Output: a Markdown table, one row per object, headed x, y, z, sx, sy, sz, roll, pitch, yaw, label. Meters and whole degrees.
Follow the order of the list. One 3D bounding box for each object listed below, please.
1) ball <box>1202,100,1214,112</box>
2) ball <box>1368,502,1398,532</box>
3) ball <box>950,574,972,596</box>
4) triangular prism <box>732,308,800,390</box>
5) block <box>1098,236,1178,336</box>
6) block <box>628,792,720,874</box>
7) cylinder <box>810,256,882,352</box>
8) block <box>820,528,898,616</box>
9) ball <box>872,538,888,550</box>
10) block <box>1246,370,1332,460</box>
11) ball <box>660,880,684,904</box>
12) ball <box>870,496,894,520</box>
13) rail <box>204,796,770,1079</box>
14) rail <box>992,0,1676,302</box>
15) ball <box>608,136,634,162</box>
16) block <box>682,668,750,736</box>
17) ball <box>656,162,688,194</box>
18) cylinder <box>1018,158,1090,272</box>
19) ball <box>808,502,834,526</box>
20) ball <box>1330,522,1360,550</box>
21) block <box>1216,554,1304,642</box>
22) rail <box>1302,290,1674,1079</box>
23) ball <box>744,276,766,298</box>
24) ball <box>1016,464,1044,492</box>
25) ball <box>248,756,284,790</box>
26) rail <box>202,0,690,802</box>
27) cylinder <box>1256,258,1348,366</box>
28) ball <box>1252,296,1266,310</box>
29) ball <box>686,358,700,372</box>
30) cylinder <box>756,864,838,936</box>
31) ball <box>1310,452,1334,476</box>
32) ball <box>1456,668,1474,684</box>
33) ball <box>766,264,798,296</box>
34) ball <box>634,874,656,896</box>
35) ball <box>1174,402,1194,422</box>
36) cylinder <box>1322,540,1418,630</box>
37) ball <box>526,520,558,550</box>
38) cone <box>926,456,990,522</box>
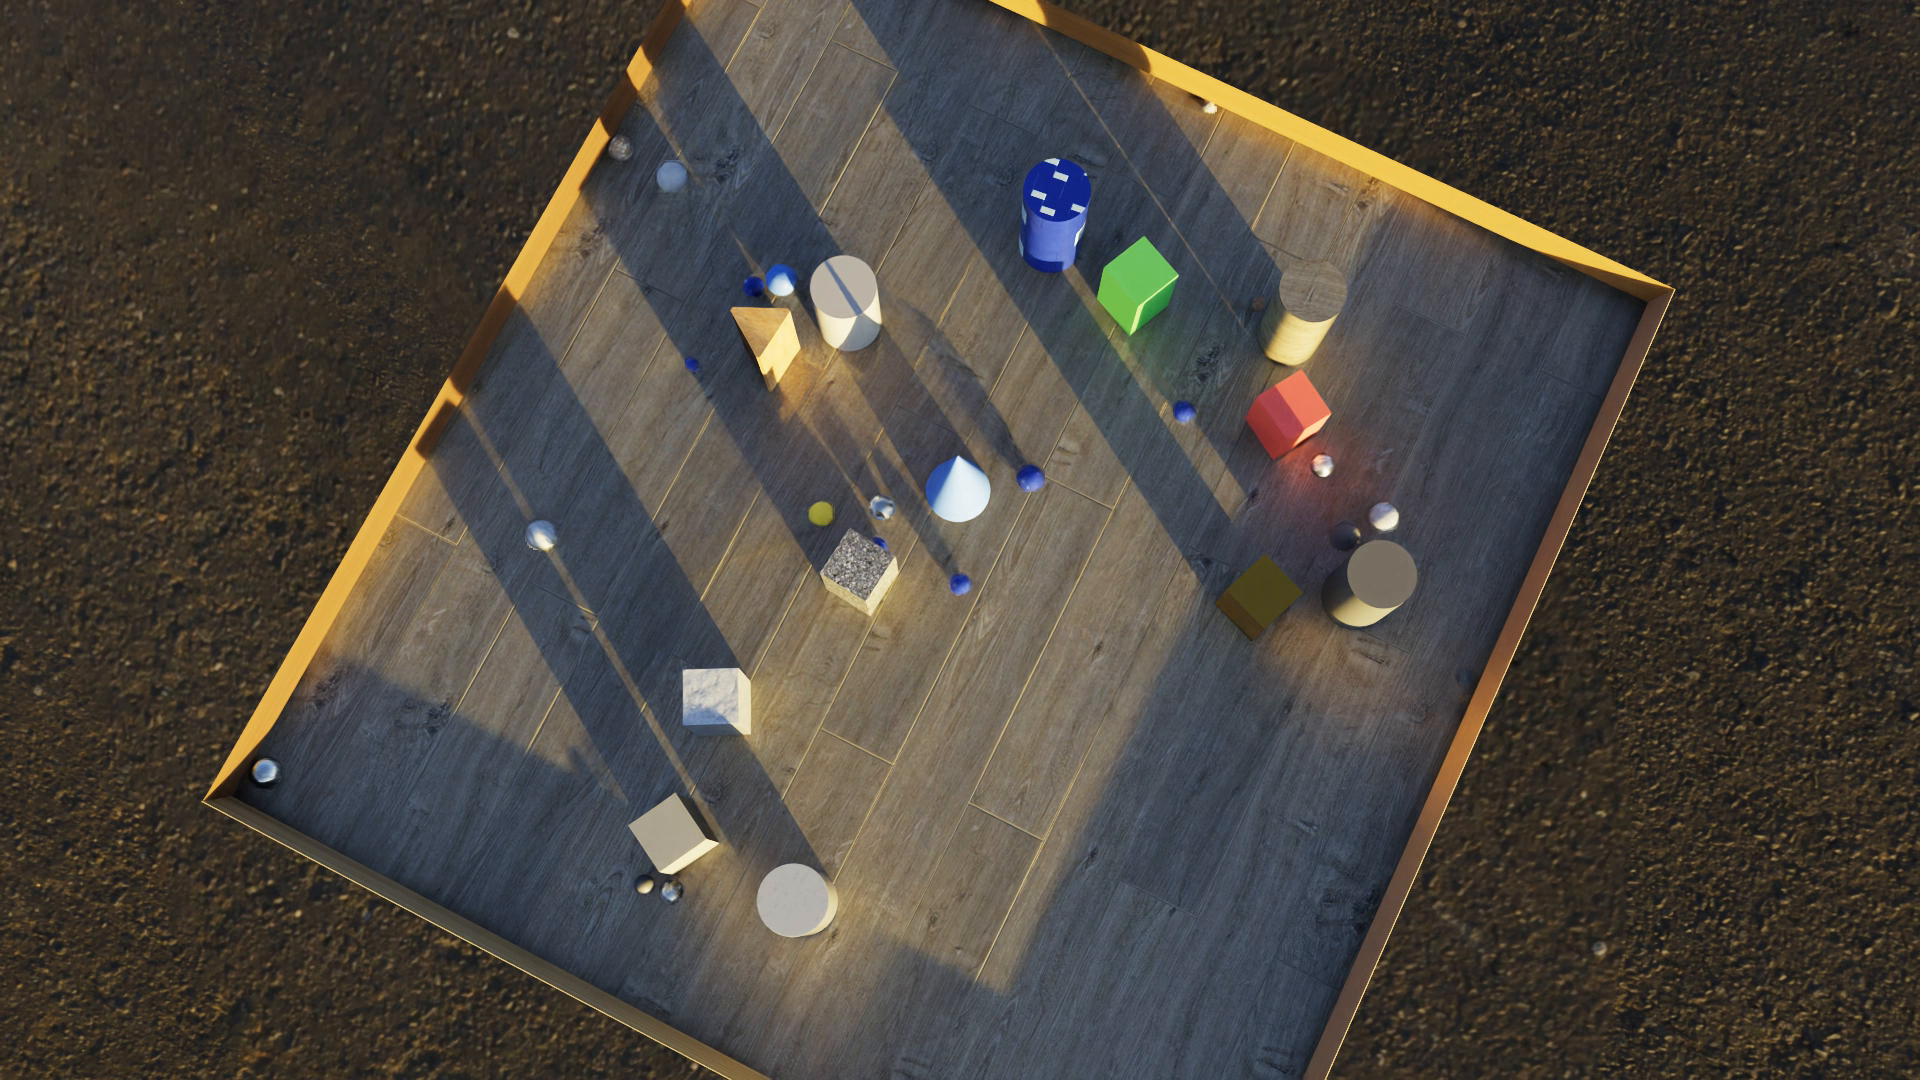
| x | y | z | sx | sy | sz | roll | pitch | yaw | label |
| --- | --- | --- | --- | --- | --- | --- | --- | --- | --- |
| 0.797 | -1.393 | 5.884 | 0.042 | 0.042 | 0.042 | 0 | 78 | 0 | ball |
| 1.291 | -0.070 | 5.586 | 0.089 | 0.089 | 0.089 | 0 | 78 | 0 | ball |
| 0.002 | 0.134 | 5.556 | 0.065 | 0.065 | 0.065 | 0 | 78 | 0 | ball |
| -0.610 | -0.608 | 5.562 | 0.149 | 0.354 | 0.172 | 31 | 80 | 6 | triangular prism |
| 0.543 | -0.778 | 5.634 | 0.159 | 0.282 | 0.159 | -39 | 81 | -7 | block |
| -0.823 | 0.851 | 5.295 | 0.159 | 0.284 | 0.159 | -35 | 80 | -7 | block |
| -0.347 | -0.721 | 5.605 | 0.199 | 0.315 | 0.199 | 0 | 78 | 0 | cylinder |
| -0.298 | 0.097 | 5.462 | 0.159 | 0.264 | 0.159 | 32 | 80 | 6 | block |
| -0.250 | 0.021 | 5.582 | 0.059 | 0.059 | 0.059 | 0 | 78 | 0 | ball |
| 0.995 | -0.378 | 5.571 | 0.159 | 0.242 | 0.159 | -31 | 80 | -6 | block |
| -0.843 | 1.030 | 5.367 | 0.071 | 0.071 | 0.071 | 0 | 78 | 0 | ball |
| -0.238 | -0.098 | 5.598 | 0.077 | 0.077 | 0.077 | 0 | 78 | 0 | ball |
| -0.744 | 1.463 | 5.247 | 3.242 | 0.129 | 0.045 | 26 | 80 | 5 | rail |
| 0.744 | -1.450 | 5.850 | 3.242 | 0.129 | 0.045 | 26 | 80 | 5 | rail |
| -1.081 | -1.246 | 5.834 | 0.080 | 0.080 | 0.080 | 0 | 78 | 0 | ball |
| -0.709 | 0.476 | 5.363 | 0.159 | 0.304 | 0.159 | -2 | 78 | 0 | block |
| -0.910 | -1.148 | 5.804 | 0.099 | 0.099 | 0.099 | 0 | 78 | 0 | ball |
| 0.286 | -0.985 | 5.599 | 0.199 | 0.434 | 0.199 | 0 | 78 | 0 | cylinder |
| -0.424 | -0.079 | 5.594 | 0.077 | 0.077 | 0.077 | 0 | 78 | 0 | ball |
| 1.172 | -0.014 | 5.575 | 0.087 | 0.087 | 0.087 | 0 | 78 | 0 | ball |
| 0.888 | 0.174 | 5.457 | 0.159 | 0.243 | 0.159 | -42 | 81 | -8 | block |
| 1.429 | 0.706 | 5.403 | 0.045 | 0.129 | 3.373 | 26 | 80 | 5 | rail |
| -0.644 | -0.794 | 5.747 | 0.067 | 0.067 | 0.067 | 0 | 78 | 0 | ball |
| 0.215 | -0.191 | 5.614 | 0.082 | 0.082 | 0.082 | 0 | 78 | 0 | ball |
| -2.055 | 0.689 | 5.425 | 0.097 | 0.097 | 0.097 | 0 | 78 | 0 | ball |
| -1.429 | -0.693 | 5.693 | 0.045 | 0.129 | 3.373 | 26 | 80 | 5 | rail |
| 1.029 | -0.685 | 5.544 | 0.199 | 0.420 | 0.199 | 0 | 78 | 0 | cylinder |
| 0.936 | -0.743 | 5.749 | 0.041 | 0.041 | 0.041 | 0 | 78 | 0 | ball |
| -0.832 | -0.545 | 5.708 | 0.042 | 0.042 | 0.042 | 0 | 78 | 0 | ball |
| -0.459 | 1.027 | 5.216 | 0.199 | 0.369 | 0.199 | 0 | 78 | 0 | cylinder |
| 1.112 | -0.232 | 5.627 | 0.073 | 0.073 | 0.073 | 0 | 78 | 0 | ball |
| 1.518 | 0.409 | 5.507 | 0.049 | 0.049 | 0.049 | 0 | 78 | 0 | ball |
| -0.558 | -0.814 | 5.734 | 0.100 | 0.100 | 0.100 | 0 | 78 | 0 | ball |
| -0.925 | 1.012 | 5.376 | 0.061 | 0.061 | 0.061 | 0 | 78 | 0 | ball |
| 0.693 | -0.395 | 5.666 | 0.065 | 0.065 | 0.065 | 0 | 78 | 0 | ball |
| 1.199 | 0.136 | 5.392 | 0.199 | 0.385 | 0.199 | 0 | 78 | 0 | cylinder |
| -1.272 | -0.016 | 5.573 | 0.091 | 0.091 | 0.091 | 0 | 78 | 0 | ball |
| -0.006 | -0.197 | 5.436 | 0.199 | 0.434 | 0.199 | 0 | 78 | 0 | cone |
